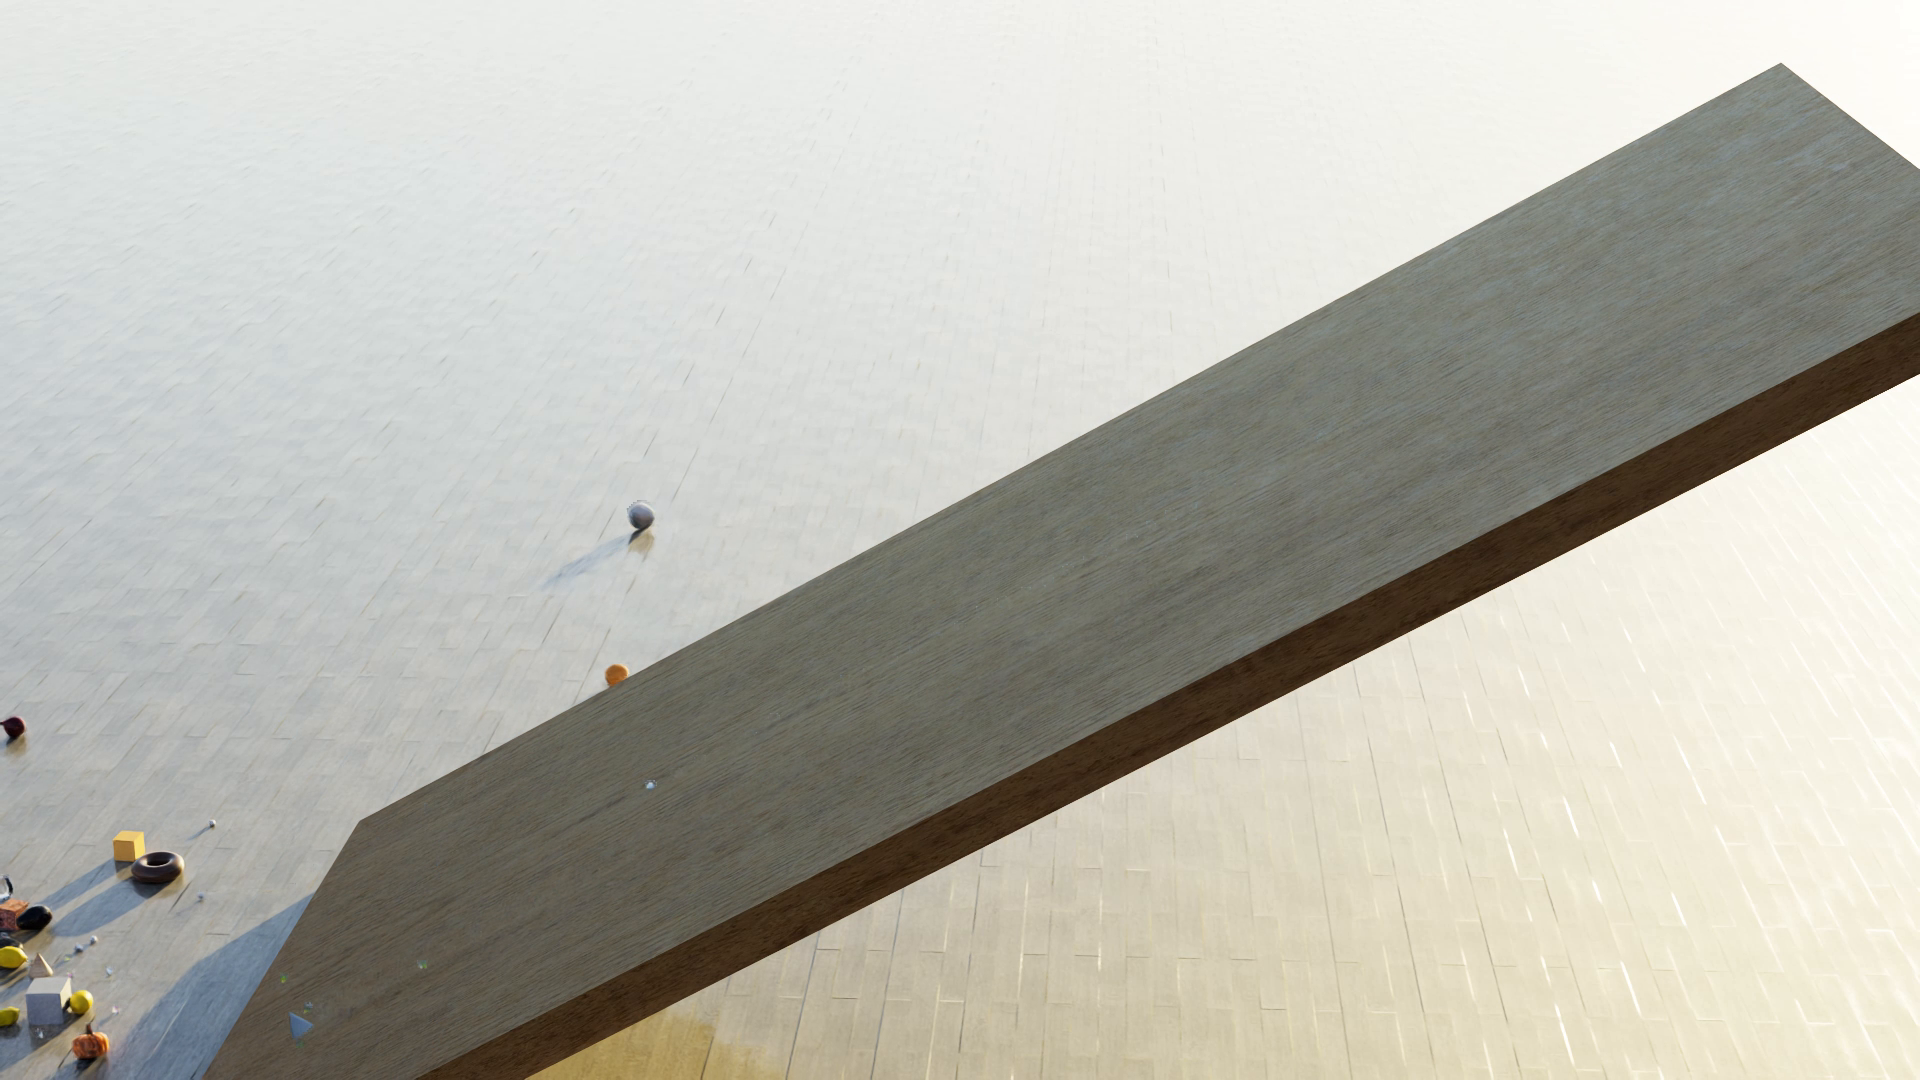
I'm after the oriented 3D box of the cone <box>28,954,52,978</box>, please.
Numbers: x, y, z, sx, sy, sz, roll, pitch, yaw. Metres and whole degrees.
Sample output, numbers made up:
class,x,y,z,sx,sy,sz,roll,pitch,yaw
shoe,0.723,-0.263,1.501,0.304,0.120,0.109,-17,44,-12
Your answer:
class,x,y,z,sx,sy,sz,roll,pitch,yaw
cone,-2.187,1.004,6.983,0.057,0.057,0.057,0,18,0

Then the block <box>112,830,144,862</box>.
class,x,y,z,sx,sy,sz,roll,pitch,yaw
block,-2.152,0.793,7.616,0.058,0.058,0.058,3,19,8

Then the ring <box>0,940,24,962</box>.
class,x,y,z,sx,sy,sz,roll,pitch,yaw
ring,-2.300,0.987,7.078,0.087,0.029,0.087,1,19,0

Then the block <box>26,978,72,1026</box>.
class,x,y,z,sx,sy,sz,roll,pitch,yaw
block,-2.098,1.062,6.773,0.080,0.080,0.080,-1,18,-2

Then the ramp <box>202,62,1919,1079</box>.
class,x,y,z,sx,sy,sz,roll,pitch,yaw
ramp,0.142,0.168,6.284,4.000,0.100,2.000,-28,15,12

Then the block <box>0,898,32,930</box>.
class,x,y,z,sx,sy,sz,roll,pitch,yaw
block,-2.326,0.922,7.234,0.054,0.054,0.054,7,20,19

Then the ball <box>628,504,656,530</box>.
class,x,y,z,sx,sy,sz,roll,pitch,yaw
ball,-1.102,-0.081,10.186,0.093,0.093,0.093,0,18,0

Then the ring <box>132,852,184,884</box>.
class,x,y,z,sx,sy,sz,roll,pitch,yaw
ring,-2.048,0.835,7.511,0.134,0.045,0.134,0,20,0

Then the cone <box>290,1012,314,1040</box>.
class,x,y,z,sx,sy,sz,roll,pitch,yaw
cone,-1.405,1.020,6.228,0.055,0.055,0.055,-29,14,8
